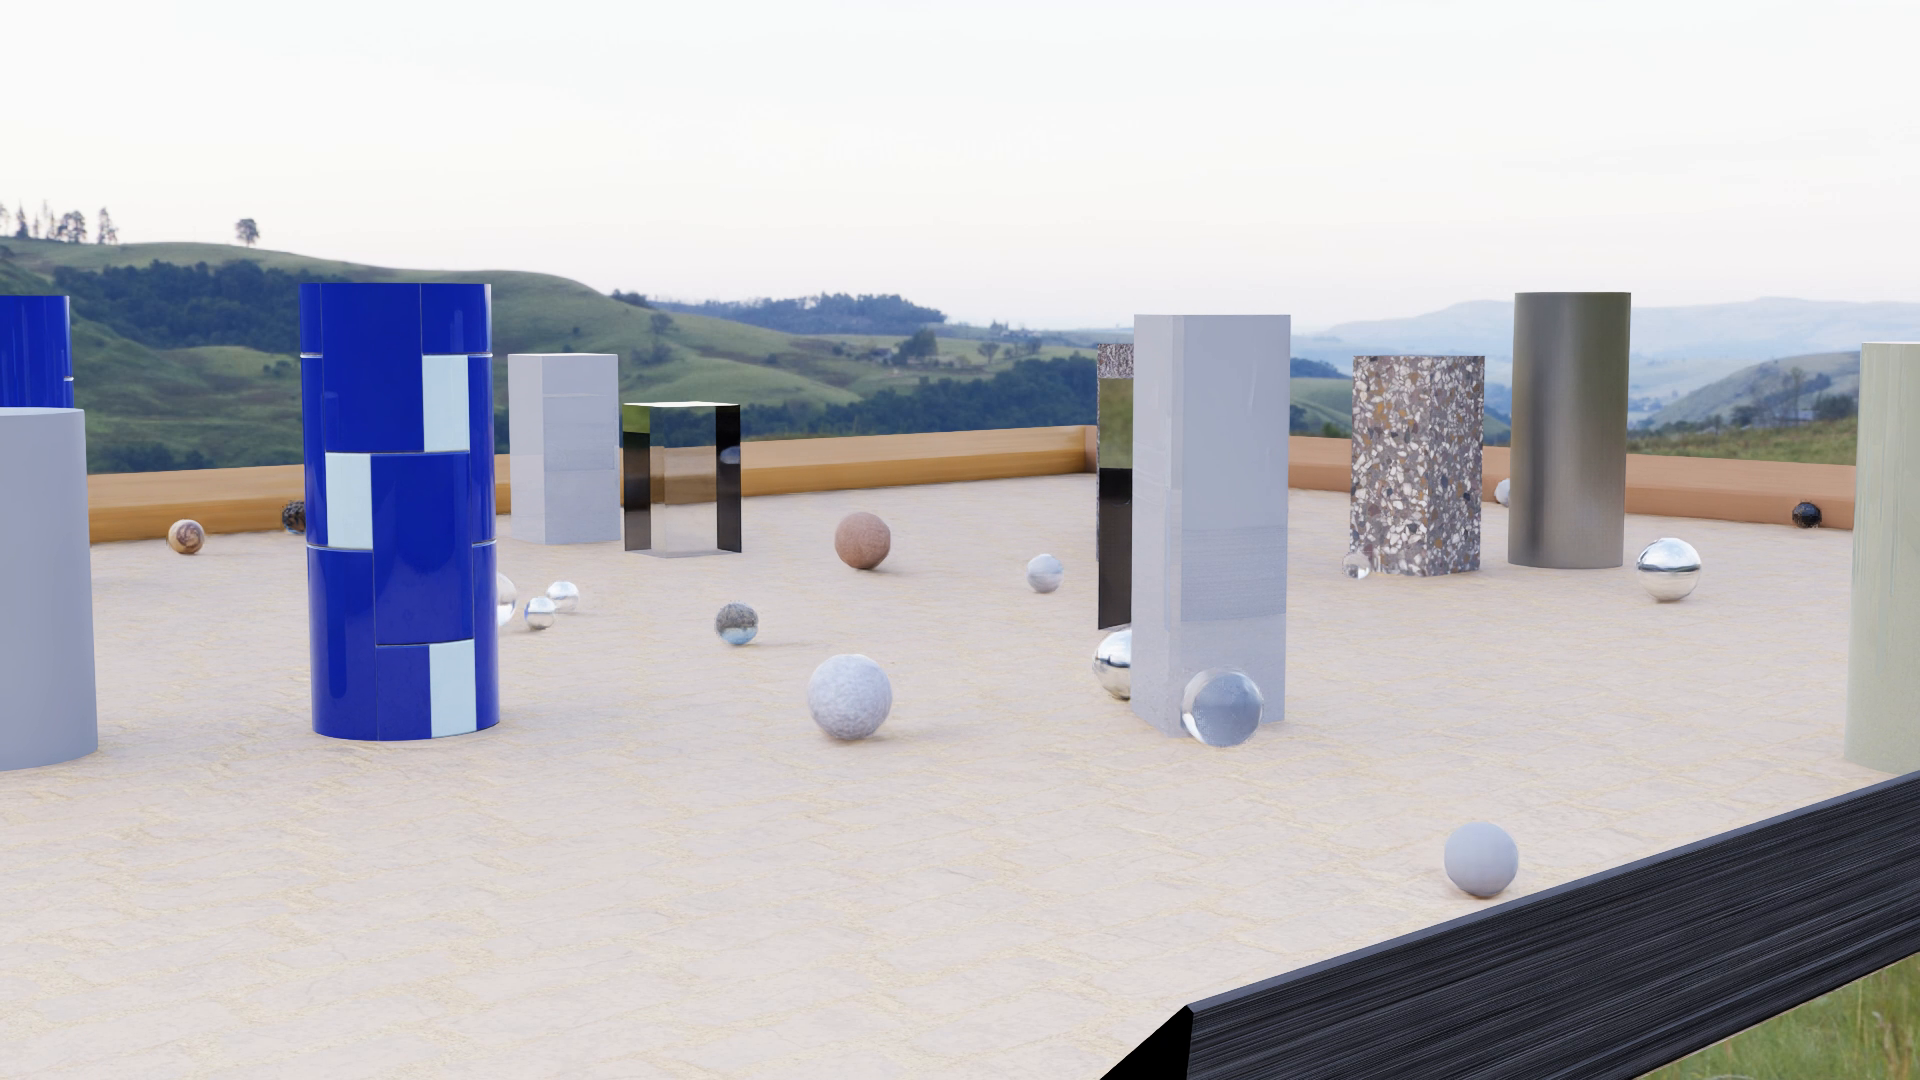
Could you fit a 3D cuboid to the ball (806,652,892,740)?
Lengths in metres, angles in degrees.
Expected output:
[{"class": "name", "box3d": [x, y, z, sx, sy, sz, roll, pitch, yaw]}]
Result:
[{"class": "ball", "box3d": [-0.115, 0.163, 2.289, 0.090, 0.090, 0.090, 0, 6, 0]}]

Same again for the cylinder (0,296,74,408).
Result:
[{"class": "cylinder", "box3d": [-1.512, -0.153, 3.496, 0.198, 0.467, 0.198, 0, 6, 0]}]

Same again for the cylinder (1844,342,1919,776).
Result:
[{"class": "cylinder", "box3d": [0.981, 0.014, 2.154, 0.198, 0.413, 0.198, 0, 6, 0]}]

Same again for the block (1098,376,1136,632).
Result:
[{"class": "block", "box3d": [0.304, -0.051, 3.075, 0.158, 0.351, 0.158, 4, 7, 36]}]

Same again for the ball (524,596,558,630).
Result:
[{"class": "ball", "box3d": [-0.587, 0.103, 3.076, 0.046, 0.046, 0.046, 0, 6, 0]}]

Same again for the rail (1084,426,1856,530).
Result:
[{"class": "rail", "box3d": [1.541, -0.114, 4.746, 0.045, 0.128, 3.581, -5, 8, -42]}]

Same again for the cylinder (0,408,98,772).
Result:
[{"class": "cylinder", "box3d": [-0.975, 0.044, 2.200, 0.198, 0.344, 0.198, 0, 6, 0]}]

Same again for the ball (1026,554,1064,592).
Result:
[{"class": "ball", "box3d": [0.134, 0.053, 3.477, 0.061, 0.061, 0.061, 0, 6, 0]}]

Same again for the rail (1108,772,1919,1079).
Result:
[{"class": "rail", "box3d": [1.198, 0.168, 2.040, 4.242, 0.128, 0.045, -5, 8, -42]}]

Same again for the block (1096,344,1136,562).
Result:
[{"class": "block", "box3d": [0.350, -0.151, 3.866, 0.158, 0.386, 0.158, -3, 7, -30]}]

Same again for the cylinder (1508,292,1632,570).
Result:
[{"class": "cylinder", "box3d": [1.071, -0.196, 3.868, 0.198, 0.476, 0.198, 0, 6, 0]}]

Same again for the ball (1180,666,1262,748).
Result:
[{"class": "ball", "box3d": [0.267, 0.170, 2.246, 0.083, 0.083, 0.083, 0, 6, 0]}]

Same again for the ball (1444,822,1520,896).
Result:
[{"class": "ball", "box3d": [0.398, 0.243, 1.679, 0.056, 0.056, 0.056, 0, 6, 0]}]

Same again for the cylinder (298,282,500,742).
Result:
[{"class": "cylinder", "box3d": [-0.598, -0.036, 2.355, 0.198, 0.472, 0.198, 0, 6, 0]}]

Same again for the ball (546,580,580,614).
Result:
[{"class": "ball", "box3d": [-0.584, 0.085, 3.233, 0.049, 0.049, 0.049, 0, 6, 0]}]

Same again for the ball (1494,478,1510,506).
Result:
[{"class": "ball", "box3d": [1.250, -0.108, 5.002, 0.064, 0.064, 0.064, 0, 6, 0]}]

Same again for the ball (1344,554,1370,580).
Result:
[{"class": "ball", "box3d": [0.660, 0.044, 3.652, 0.043, 0.043, 0.043, 0, 6, 0]}]

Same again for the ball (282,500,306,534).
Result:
[{"class": "ball", "box3d": [-1.315, -0.044, 4.378, 0.068, 0.068, 0.068, 0, 6, 0]}]

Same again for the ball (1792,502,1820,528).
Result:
[{"class": "ball", "box3d": [1.731, -0.050, 4.498, 0.055, 0.055, 0.055, 0, 6, 0]}]

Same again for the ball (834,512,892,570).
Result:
[{"class": "ball", "box3d": [-0.168, 0.001, 3.790, 0.099, 0.099, 0.099, 0, 6, 0]}]

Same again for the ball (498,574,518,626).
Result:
[{"class": "ball", "box3d": [-0.662, 0.084, 3.090, 0.080, 0.080, 0.080, 0, 6, 0]}]

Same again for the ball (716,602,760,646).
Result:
[{"class": "ball", "box3d": [-0.297, 0.111, 2.936, 0.058, 0.058, 0.058, 0, 6, 0]}]

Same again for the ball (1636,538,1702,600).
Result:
[{"class": "ball", "box3d": [1.091, 0.045, 3.382, 0.097, 0.097, 0.097, 0, 6, 0]}]

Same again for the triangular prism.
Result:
[{"class": "triangular prism", "box3d": [0.241, -0.023, 2.382, 0.171, 0.440, 0.148, -5, 8, -40]}]

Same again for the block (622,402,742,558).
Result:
[{"class": "block", "box3d": [-0.512, -0.113, 4.050, 0.158, 0.273, 0.158, -4, 7, -36]}]

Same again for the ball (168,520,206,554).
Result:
[{"class": "ball", "box3d": [-1.413, -0.005, 4.017, 0.065, 0.065, 0.065, 0, 6, 0]}]

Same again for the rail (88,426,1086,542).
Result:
[{"class": "rail", "box3d": [-1.198, -0.101, 4.623, 4.242, 0.128, 0.045, -5, 8, -42]}]

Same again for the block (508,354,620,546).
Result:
[{"class": "block", "box3d": [-0.770, -0.180, 4.278, 0.158, 0.359, 0.158, -4, 7, -35]}]

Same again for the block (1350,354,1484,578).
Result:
[{"class": "block", "box3d": [0.784, -0.132, 3.773, 0.158, 0.368, 0.158, -6, 8, -43]}]

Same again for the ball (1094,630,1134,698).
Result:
[{"class": "ball", "box3d": [0.194, 0.143, 2.529, 0.079, 0.079, 0.079, 0, 6, 0]}]
